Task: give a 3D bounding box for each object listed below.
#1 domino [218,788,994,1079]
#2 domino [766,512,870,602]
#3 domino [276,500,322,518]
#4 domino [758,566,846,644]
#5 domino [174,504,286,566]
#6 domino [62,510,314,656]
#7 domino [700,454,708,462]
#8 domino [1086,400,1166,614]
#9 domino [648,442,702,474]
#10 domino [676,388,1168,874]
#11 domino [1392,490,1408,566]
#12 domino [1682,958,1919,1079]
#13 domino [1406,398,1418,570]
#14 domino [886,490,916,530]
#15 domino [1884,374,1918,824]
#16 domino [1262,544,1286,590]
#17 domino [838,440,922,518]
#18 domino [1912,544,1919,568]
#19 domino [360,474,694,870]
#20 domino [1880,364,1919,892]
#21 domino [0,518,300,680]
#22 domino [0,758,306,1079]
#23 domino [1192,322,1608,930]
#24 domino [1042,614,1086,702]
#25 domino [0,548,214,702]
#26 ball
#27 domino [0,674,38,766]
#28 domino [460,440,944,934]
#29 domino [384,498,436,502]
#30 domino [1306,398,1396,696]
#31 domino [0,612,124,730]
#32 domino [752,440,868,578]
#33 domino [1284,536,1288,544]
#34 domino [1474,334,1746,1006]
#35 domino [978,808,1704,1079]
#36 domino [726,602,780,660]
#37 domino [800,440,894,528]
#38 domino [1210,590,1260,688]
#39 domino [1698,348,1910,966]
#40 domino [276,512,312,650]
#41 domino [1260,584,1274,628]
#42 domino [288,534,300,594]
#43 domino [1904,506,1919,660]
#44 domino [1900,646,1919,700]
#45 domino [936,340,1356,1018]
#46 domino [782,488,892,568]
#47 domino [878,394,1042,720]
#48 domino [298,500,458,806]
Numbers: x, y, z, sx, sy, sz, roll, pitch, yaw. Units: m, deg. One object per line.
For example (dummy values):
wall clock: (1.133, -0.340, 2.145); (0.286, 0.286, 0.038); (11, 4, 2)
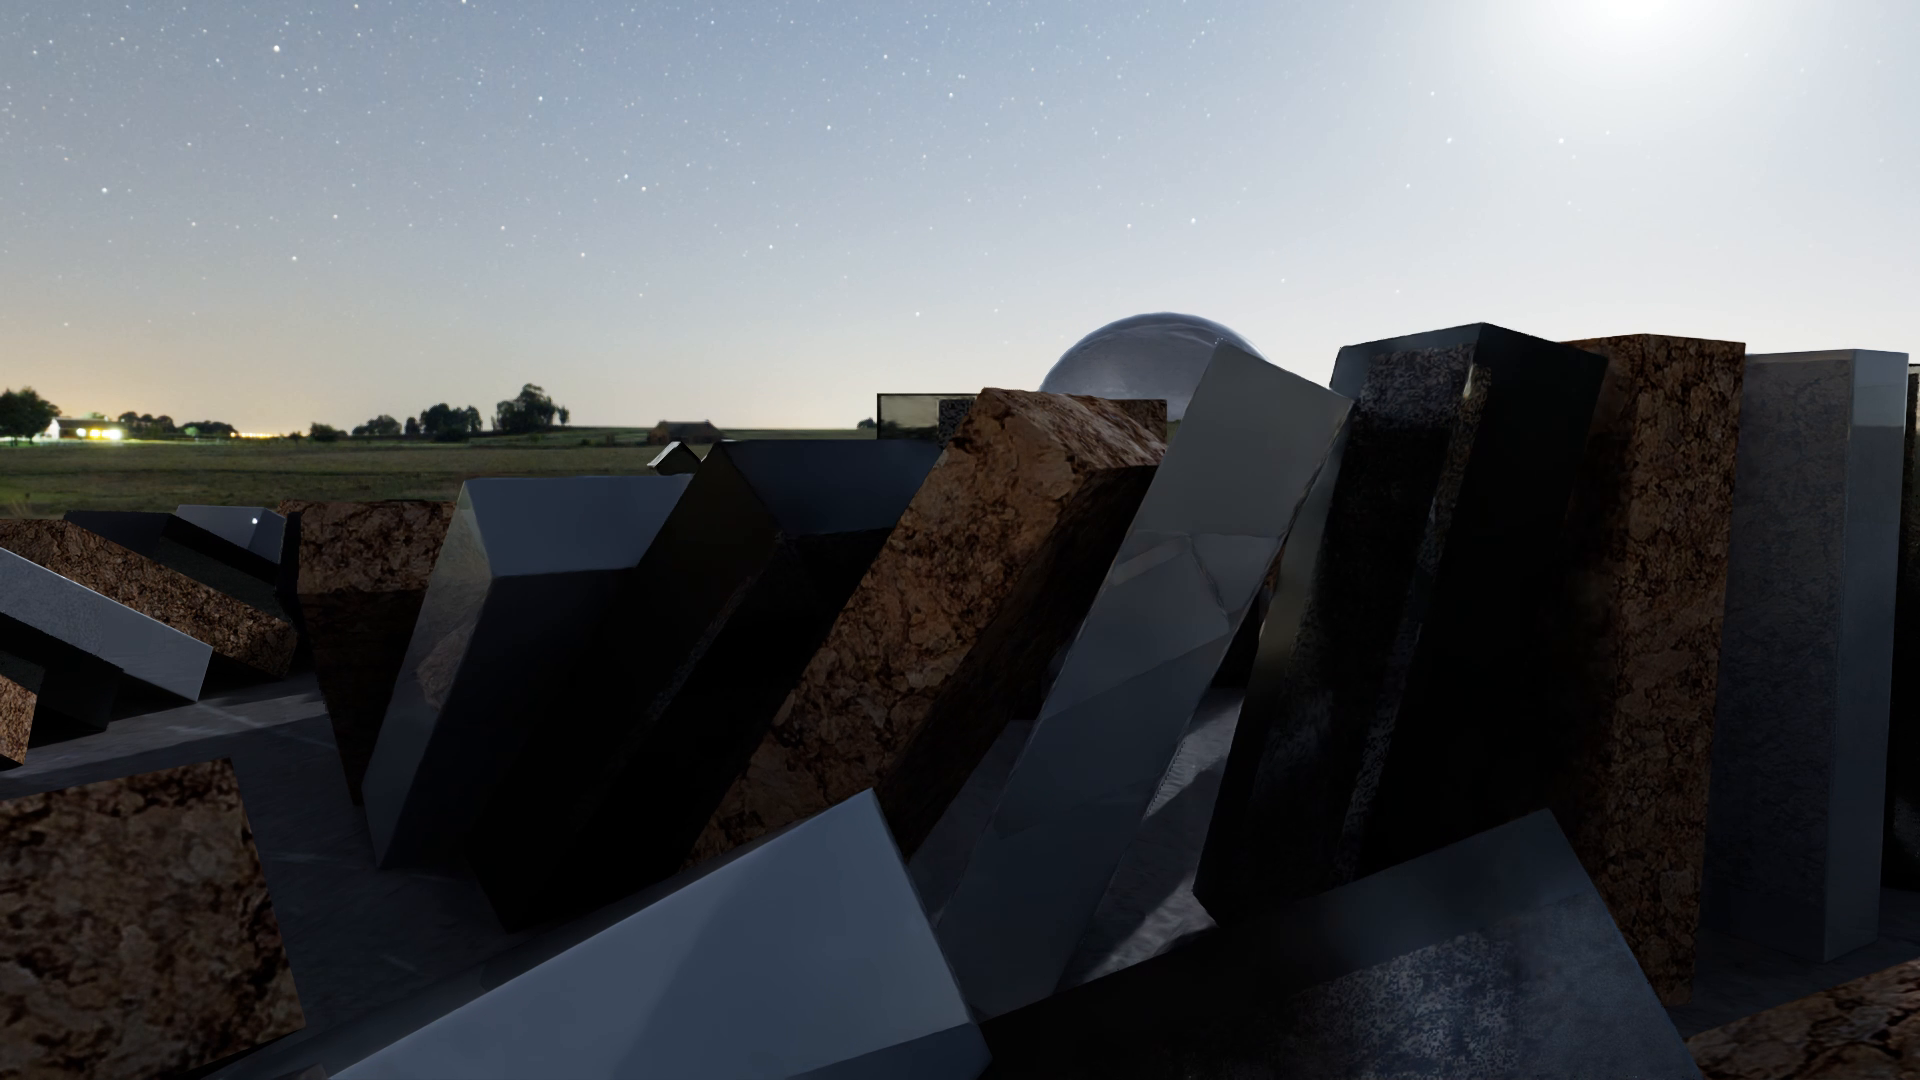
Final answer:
domino: (-0.026, 0.024, 0.040); (0.050, 0.009, 0.025); (-28, -7, 23)
domino: (-0.034, 0.005, 0.281); (0.050, 0.009, 0.025); (30, -9, -25)
domino: (-0.120, 0.006, 0.278); (0.025, 0.009, 0.050); (2, -22, 34)
domino: (-0.048, 0.007, 0.262); (0.025, 0.010, 0.050); (4, -22, 45)
domino: (-0.128, 0.008, 0.257); (0.025, 0.009, 0.050); (2, -22, 27)
domino: (-0.135, 0.009, 0.236); (0.025, 0.009, 0.050); (2, -22, 21)
domino: (-0.048, -0.005, 0.344); (0.010, 0.050, 0.025); (-44, 15, -10)
domino: (0.027, 0.000, 0.233); (0.010, 0.050, 0.025); (-2, 5, -21)
domino: (-0.061, -0.005, 0.340); (0.009, 0.050, 0.025); (-45, 15, -10)
domino: (-0.003, 0.012, 0.104); (0.010, 0.050, 0.025); (39, 19, 17)
domino: (0.114, 0.005, 0.284); (0.025, 0.009, 0.050); (-4, 34, -45)
domino: (0.017, 0.025, 0.031); (0.050, 0.010, 0.025); (-27, -2, 14)
domino: (0.086, 0.002, 0.213); (0.025, 0.050, 0.009); (-3, 5, -36)
domino: (0.007, 0.004, 0.302); (0.050, 0.009, 0.025); (27, 2, -5)
domino: (0.094, 0.006, 0.151); (0.025, 0.050, 0.010); (2, 5, 20)
domino: (0.075, 0.004, 0.305); (0.050, 0.009, 0.025); (33, 19, 24)
domino: (-0.011, -0.006, 0.353); (0.009, 0.050, 0.025); (-44, 15, -10)
domino: (0.169, 0.013, 0.189); (0.025, 0.010, 0.050); (0, 32, 5)
domino: (-0.038, 0.013, 0.122); (0.025, 0.009, 0.050); (-4, -35, -38)
domino: (0.084, 0.008, 0.131); (0.025, 0.050, 0.009); (3, 5, 36)
domino: (-0.139, 0.011, 0.214); (0.025, 0.010, 0.050); (1, -23, 16)
domino: (-0.049, 0.023, 0.047); (0.050, 0.009, 0.025); (-31, -14, 33)
domino: (0.033, 0.009, 0.102); (0.009, 0.050, 0.025); (14, 3, -7)
domino: (0.009, 0.001, 0.220); (0.025, 0.050, 0.009); (4, 6, 43)
domino: (-0.141, 0.012, 0.192); (0.025, 0.009, 0.050); (0, -23, 9)
ball: (0.058, -0.025, 0.370); (0.080, 0.080, 0.080); (0, 4, 0)
domino: (-0.133, 0.016, 0.147); (0.025, 0.009, 0.050); (-1, -23, -10)
domino: (-0.021, 0.013, 0.111); (0.025, 0.050, 0.009); (-6, 51, -53)
domino: (-0.106, 0.005, 0.297); (0.025, 0.010, 0.050); (3, -20, 35)
domino: (0.070, 0.000, 0.228); (0.010, 0.050, 0.025); (2, 5, 28)
domino: (-0.140, 0.014, 0.170); (0.025, 0.010, 0.050); (0, -23, 3)
domino: (-0.036, -0.005, 0.348); (0.009, 0.050, 0.025); (-44, 15, -10)
domino: (0.096, 0.004, 0.296); (0.050, 0.009, 0.025); (37, 25, 32)
domino: (0.049, 0.009, 0.107); (0.009, 0.050, 0.025); (2, 4, -17)
domino: (-0.004, 0.024, 0.035); (0.050, 0.009, 0.025); (-27, -4, 17)
domino: (-0.060, 0.008, 0.244); (0.025, 0.009, 0.050); (3, -23, 38)
domino: (-0.024, -0.005, 0.350); (0.009, 0.050, 0.025); (-44, 15, -10)
domino: (0.049, 0.000, 0.235); (0.010, 0.050, 0.025); (1, 4, 7)
domino: (0.068, 0.009, 0.116); (0.010, 0.050, 0.025); (-3, 5, -32)
domino: (-0.063, 0.013, 0.157); (0.025, 0.009, 0.050); (-1, -29, -12)
domino: (0.050, 0.004, 0.306); (0.050, 0.009, 0.025); (29, 8, 7)
domino: (-0.069, 0.012, 0.178); (0.025, 0.009, 0.050); (-1, -27, -3)
domino: (0.167, 0.011, 0.211); (0.025, 0.009, 0.050); (0, 32, 0)
domino: (0.159, 0.009, 0.233); (0.025, 0.009, 0.050); (-1, 33, -14)
domino: (0.015, 0.010, 0.100); (0.009, 0.050, 0.025); (27, 11, 13)
domino: (-0.015, 0.005, 0.293); (0.050, 0.009, 0.025); (28, -4, -16)
domino: (0.000, 0.002, 0.201); (0.025, 0.050, 0.009); (0, 4, 0)
domino: (-0.054, 0.014, 0.138); (0.025, 0.010, 0.050); (-2, -32, -20)
